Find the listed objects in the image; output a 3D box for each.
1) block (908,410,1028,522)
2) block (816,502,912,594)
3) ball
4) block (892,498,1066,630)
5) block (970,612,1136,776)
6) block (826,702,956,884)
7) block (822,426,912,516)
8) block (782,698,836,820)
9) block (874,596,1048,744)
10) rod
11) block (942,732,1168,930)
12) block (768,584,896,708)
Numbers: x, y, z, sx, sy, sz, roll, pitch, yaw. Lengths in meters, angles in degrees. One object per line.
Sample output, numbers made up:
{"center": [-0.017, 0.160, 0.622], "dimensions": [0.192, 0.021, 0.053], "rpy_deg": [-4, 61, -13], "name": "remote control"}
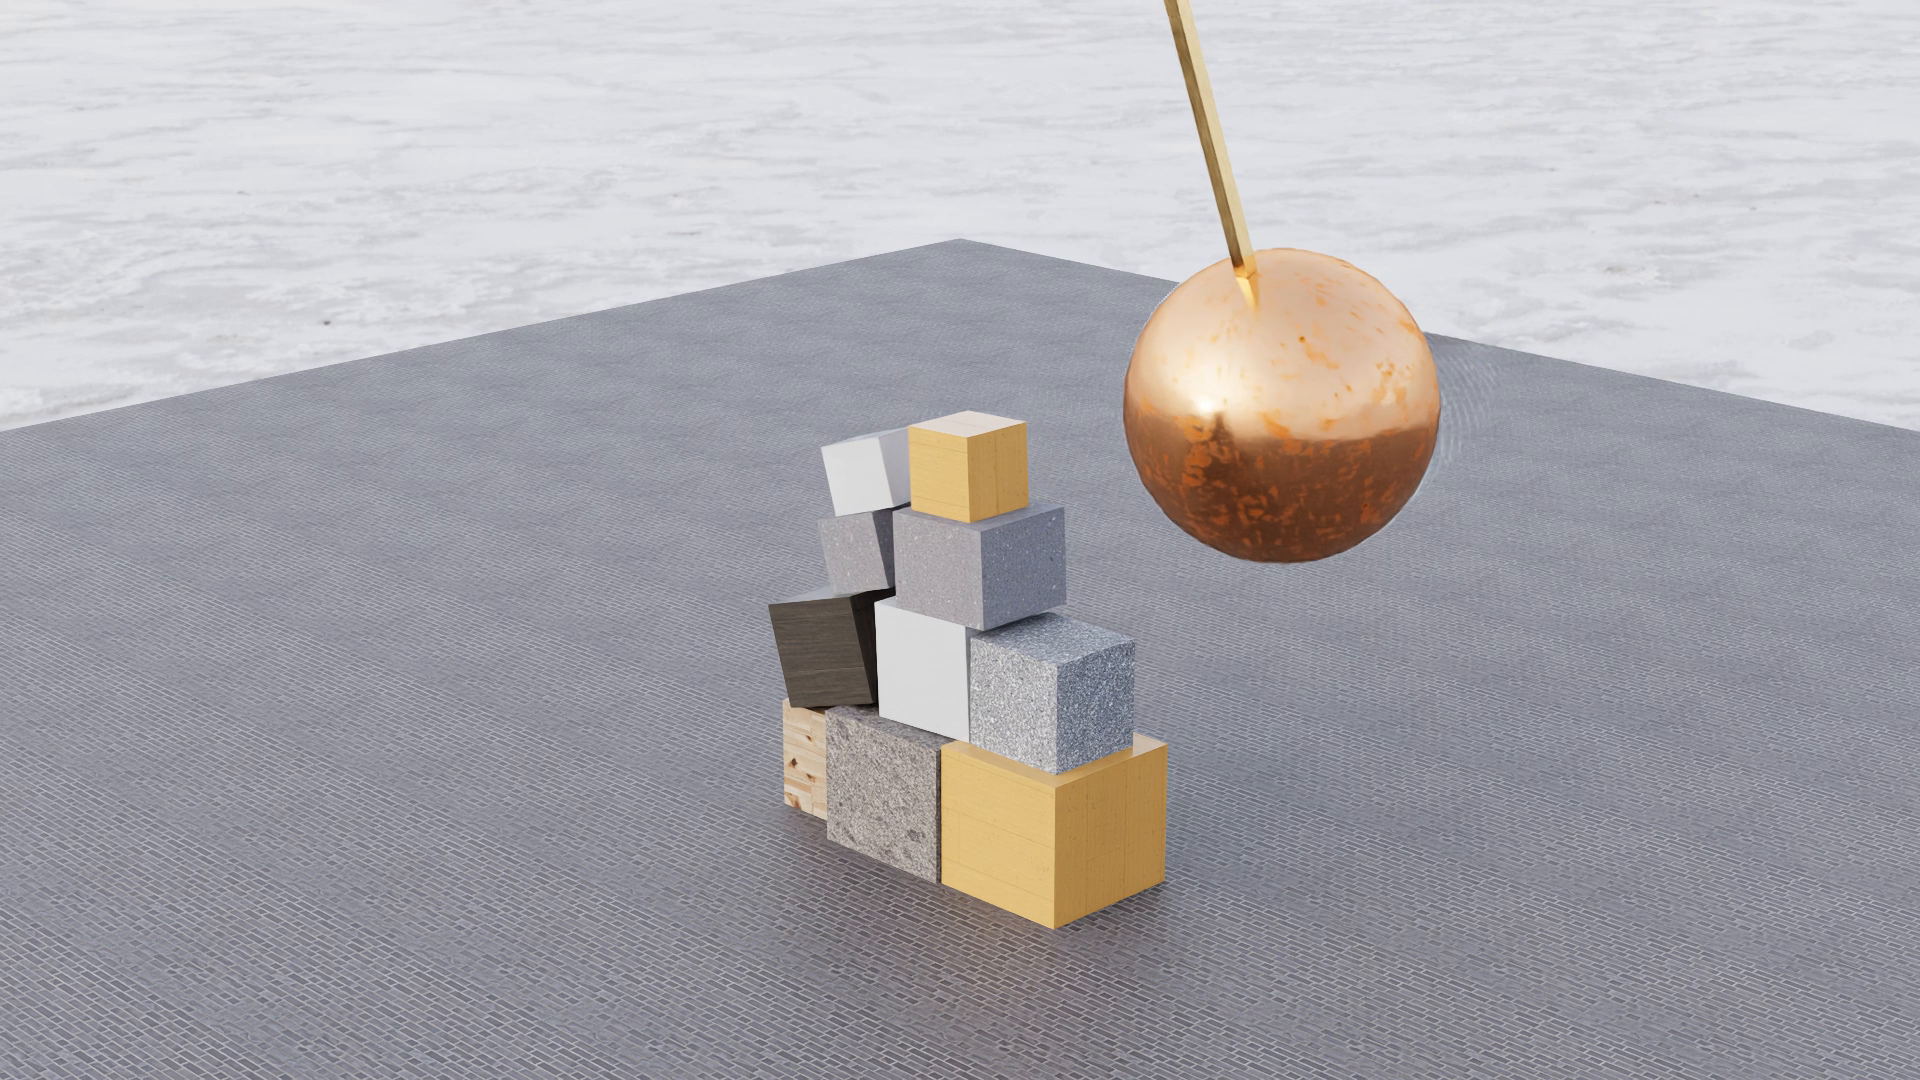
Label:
{"center": [0.040, -0.333, 13.189], "dimensions": [0.378, 0.390, 0.371], "rpy_deg": [-17, 21, -42], "name": "block"}
{"center": [-0.378, 0.024, 13.770], "dimensions": [0.350, 0.360, 0.392], "rpy_deg": [-8, 7, 40], "name": "block"}
{"center": [1.623, -0.674, 14.831], "dimensions": [1.600, 1.600, 1.600], "rpy_deg": [0, 17, 0], "name": "ball"}
{"center": [0.091, 0.079, 13.276], "dimensions": [0.554, 0.455, 0.542], "rpy_deg": [13, 22, 43], "name": "block"}
{"center": [0.413, 0.678, 13.101], "dimensions": [0.504, 0.510, 0.527], "rpy_deg": [-17, 24, -42], "name": "block"}
{"center": [-0.076, 1.094, 13.787], "dimensions": [0.824, 0.647, 0.735], "rpy_deg": [-17, 24, -42], "name": "block"}
{"center": [-0.392, -0.325, 13.734], "dimensions": [0.327, 0.331, 0.334], "rpy_deg": [-9, 7, 33], "name": "block"}
{"center": [-0.512, 1.020, 14.206], "dimensions": [0.509, 0.535, 0.458], "rpy_deg": [-17, 24, -42], "name": "block"}
{"center": [0.014, 0.542, 13.499], "dimensions": [0.582, 0.551, 0.539], "rpy_deg": [13, 22, 43], "name": "block"}
{"center": [0.703, -3.395, 13.012], "dimensions": [0.080, 5.200, 0.080], "rpy_deg": [17, 46, 42], "name": "rod"}
{"center": [0.425, 1.241, 13.279], "dimensions": [0.739, 0.670, 0.702], "rpy_deg": [-17, 24, -42], "name": "block"}
{"center": [-0.441, 0.464, 13.980], "dimensions": [0.625, 0.508, 0.593], "rpy_deg": [-17, 8, -43], "name": "block"}
